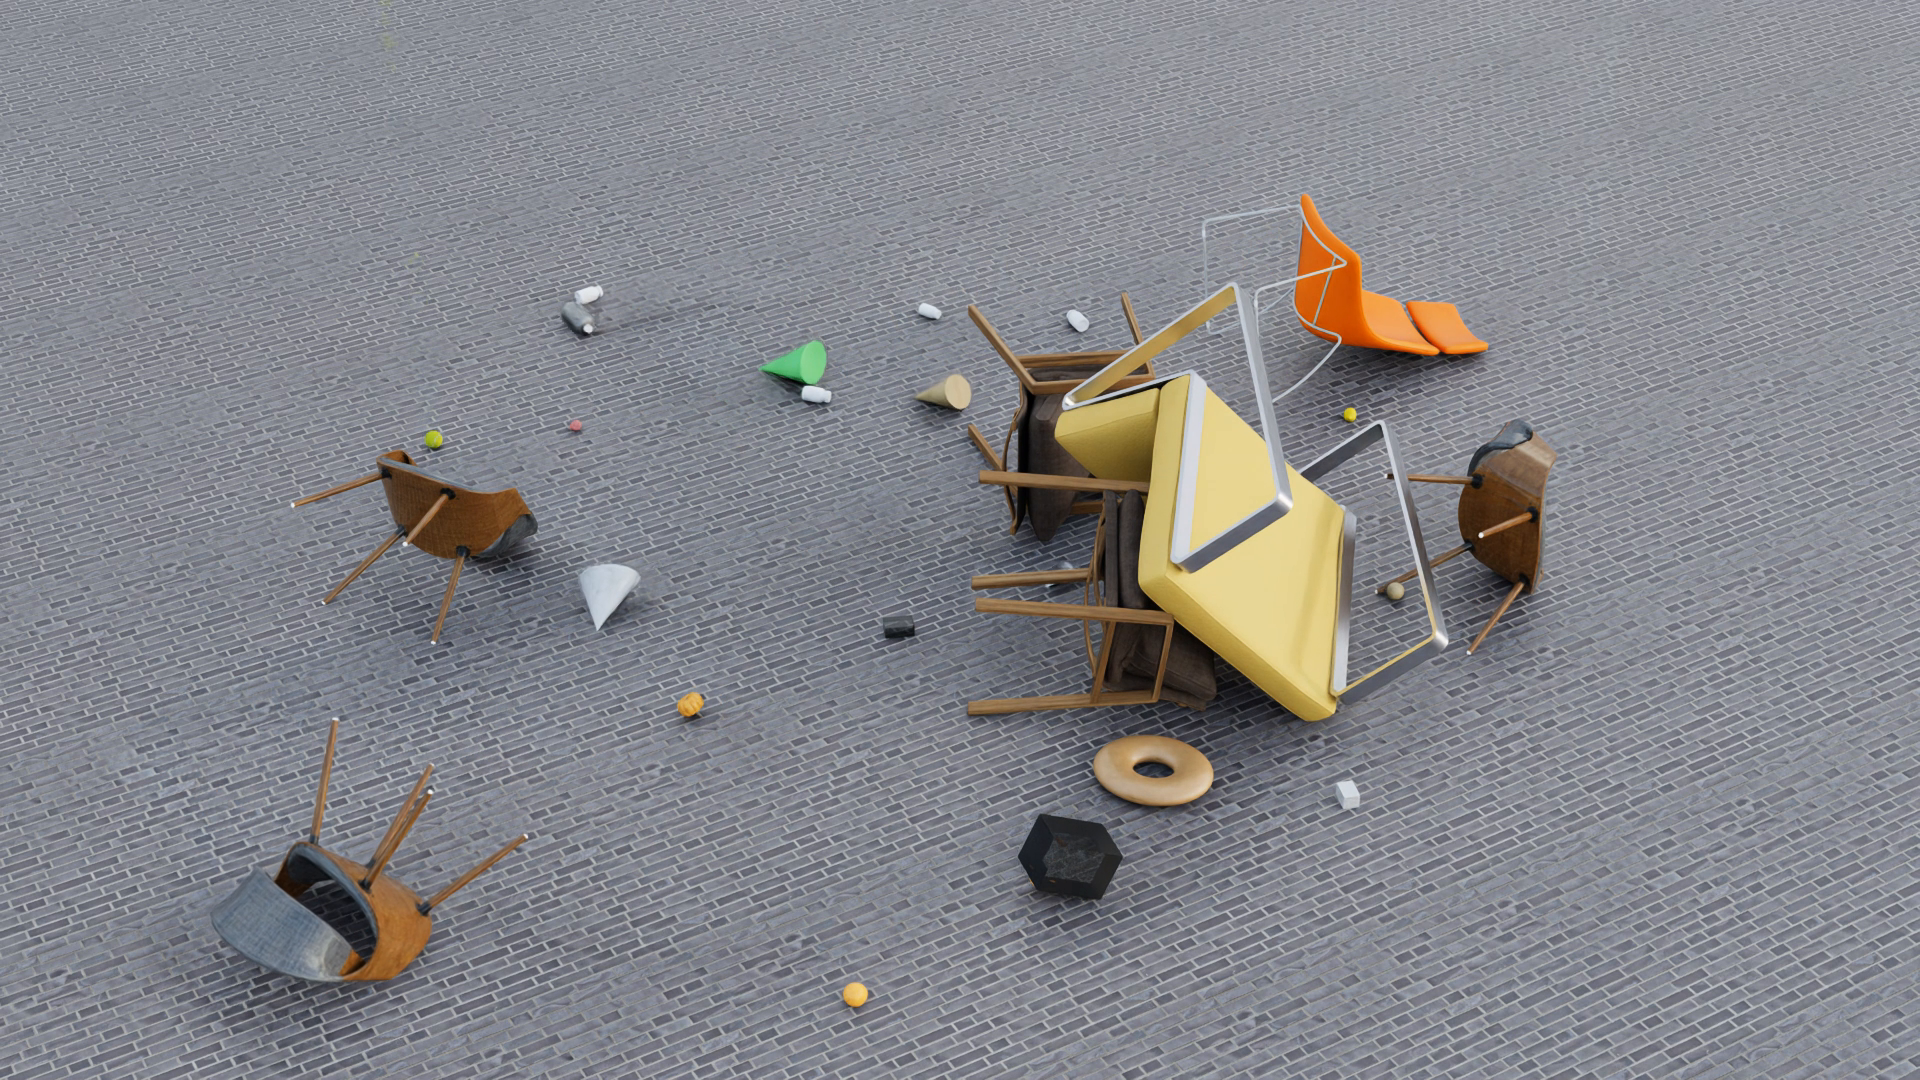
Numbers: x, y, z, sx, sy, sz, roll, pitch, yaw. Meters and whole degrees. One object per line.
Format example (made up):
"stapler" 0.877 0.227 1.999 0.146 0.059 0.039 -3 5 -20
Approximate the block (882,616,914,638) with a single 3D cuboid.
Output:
"block" -0.218 0.309 10.434 0.105 0.045 0.066 -5 34 -8

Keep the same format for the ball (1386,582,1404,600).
"ball" 1.575 0.185 10.606 0.064 0.064 0.064 0 33 0

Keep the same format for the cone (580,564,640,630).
"cone" -1.280 0.231 10.520 0.238 0.158 0.234 -10 50 24

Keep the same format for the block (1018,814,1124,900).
"block" 0.346 0.994 9.203 0.238 0.171 0.172 12 26 -29

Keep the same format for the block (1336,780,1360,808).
"block" 1.274 0.837 9.630 0.054 0.048 0.080 -6 34 -10

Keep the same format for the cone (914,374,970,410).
"cone" -0.100 -0.583 11.760 0.215 0.140 0.204 -6 -4 30

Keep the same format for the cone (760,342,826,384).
"cone" -0.711 -0.708 11.949 0.256 0.159 0.251 -5 25 25

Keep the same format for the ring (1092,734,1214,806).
"ring" 0.641 0.763 9.721 0.407 0.075 0.349 12 35 19
